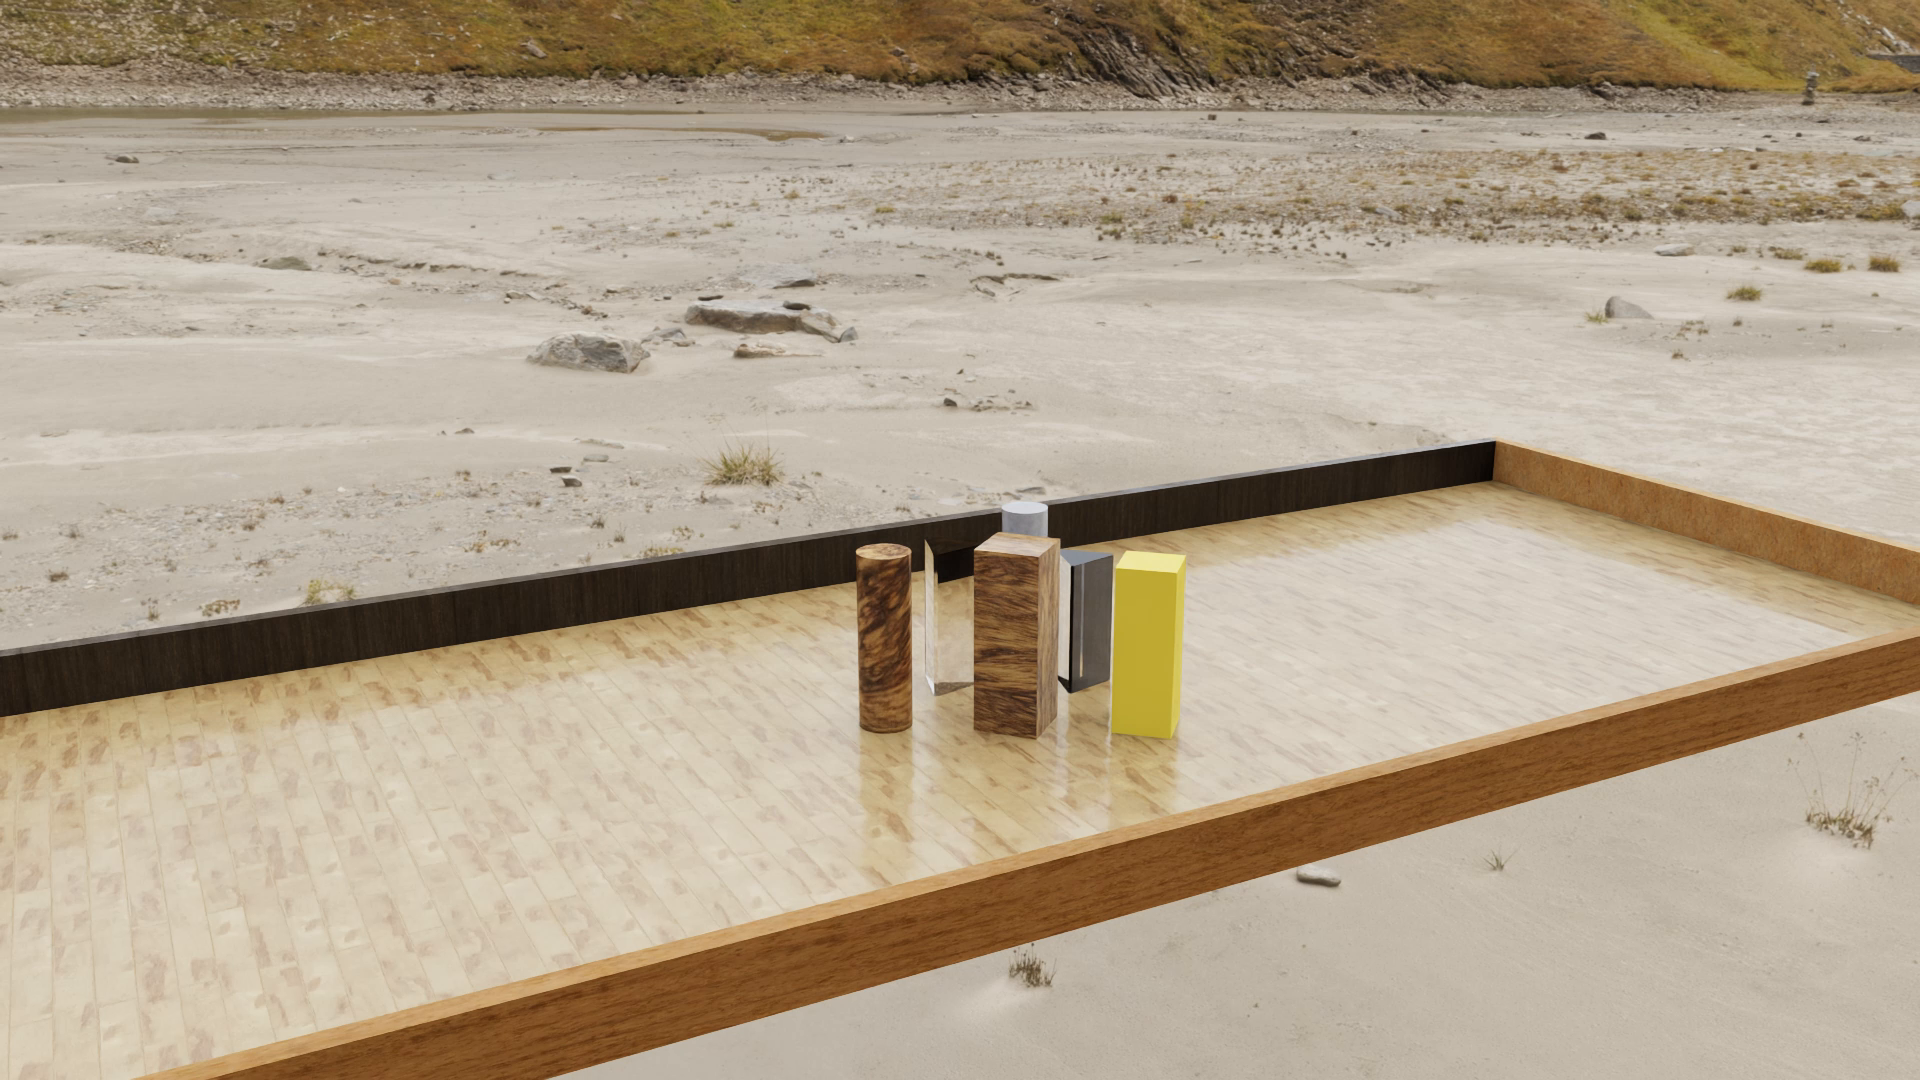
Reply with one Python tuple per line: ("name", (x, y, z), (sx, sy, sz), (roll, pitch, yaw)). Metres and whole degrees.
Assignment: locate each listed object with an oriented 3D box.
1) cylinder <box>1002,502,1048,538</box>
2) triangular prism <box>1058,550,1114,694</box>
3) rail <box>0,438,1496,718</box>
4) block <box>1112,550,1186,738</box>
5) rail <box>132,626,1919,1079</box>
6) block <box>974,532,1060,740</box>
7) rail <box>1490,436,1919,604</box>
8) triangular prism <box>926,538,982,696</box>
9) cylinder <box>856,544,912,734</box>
("cylinder", (0.169, 0.100, 4.334), (0.120, 0.384, 0.120), (0, 16, 0))
("triangular prism", (0.282, 0.194, 4.111), (0.145, 0.330, 0.125), (-14, 22, -40))
("rail", (-3.305, 0.497, 3.399), (12.000, 0.150, 0.050), (-9, 18, -27))
("block", (0.437, 0.242, 3.822), (0.139, 0.401, 0.139), (5, 17, 15))
("rail", (-2.336, 1.006, 1.665), (12.000, 0.150, 0.050), (-9, 18, -27))
("block", (0.132, 0.220, 3.826), (0.154, 0.440, 0.154), (6, 18, 21))
("rail", (2.466, -0.048, 5.253), (0.050, 0.150, 2.100), (-9, 18, -27))
("triangular prism", (-0.043, 0.182, 4.093), (0.151, 0.363, 0.131), (-13, 21, -38))
("cylinder", (-0.174, 0.229, 3.826), (0.127, 0.423, 0.127), (0, 16, 0))
